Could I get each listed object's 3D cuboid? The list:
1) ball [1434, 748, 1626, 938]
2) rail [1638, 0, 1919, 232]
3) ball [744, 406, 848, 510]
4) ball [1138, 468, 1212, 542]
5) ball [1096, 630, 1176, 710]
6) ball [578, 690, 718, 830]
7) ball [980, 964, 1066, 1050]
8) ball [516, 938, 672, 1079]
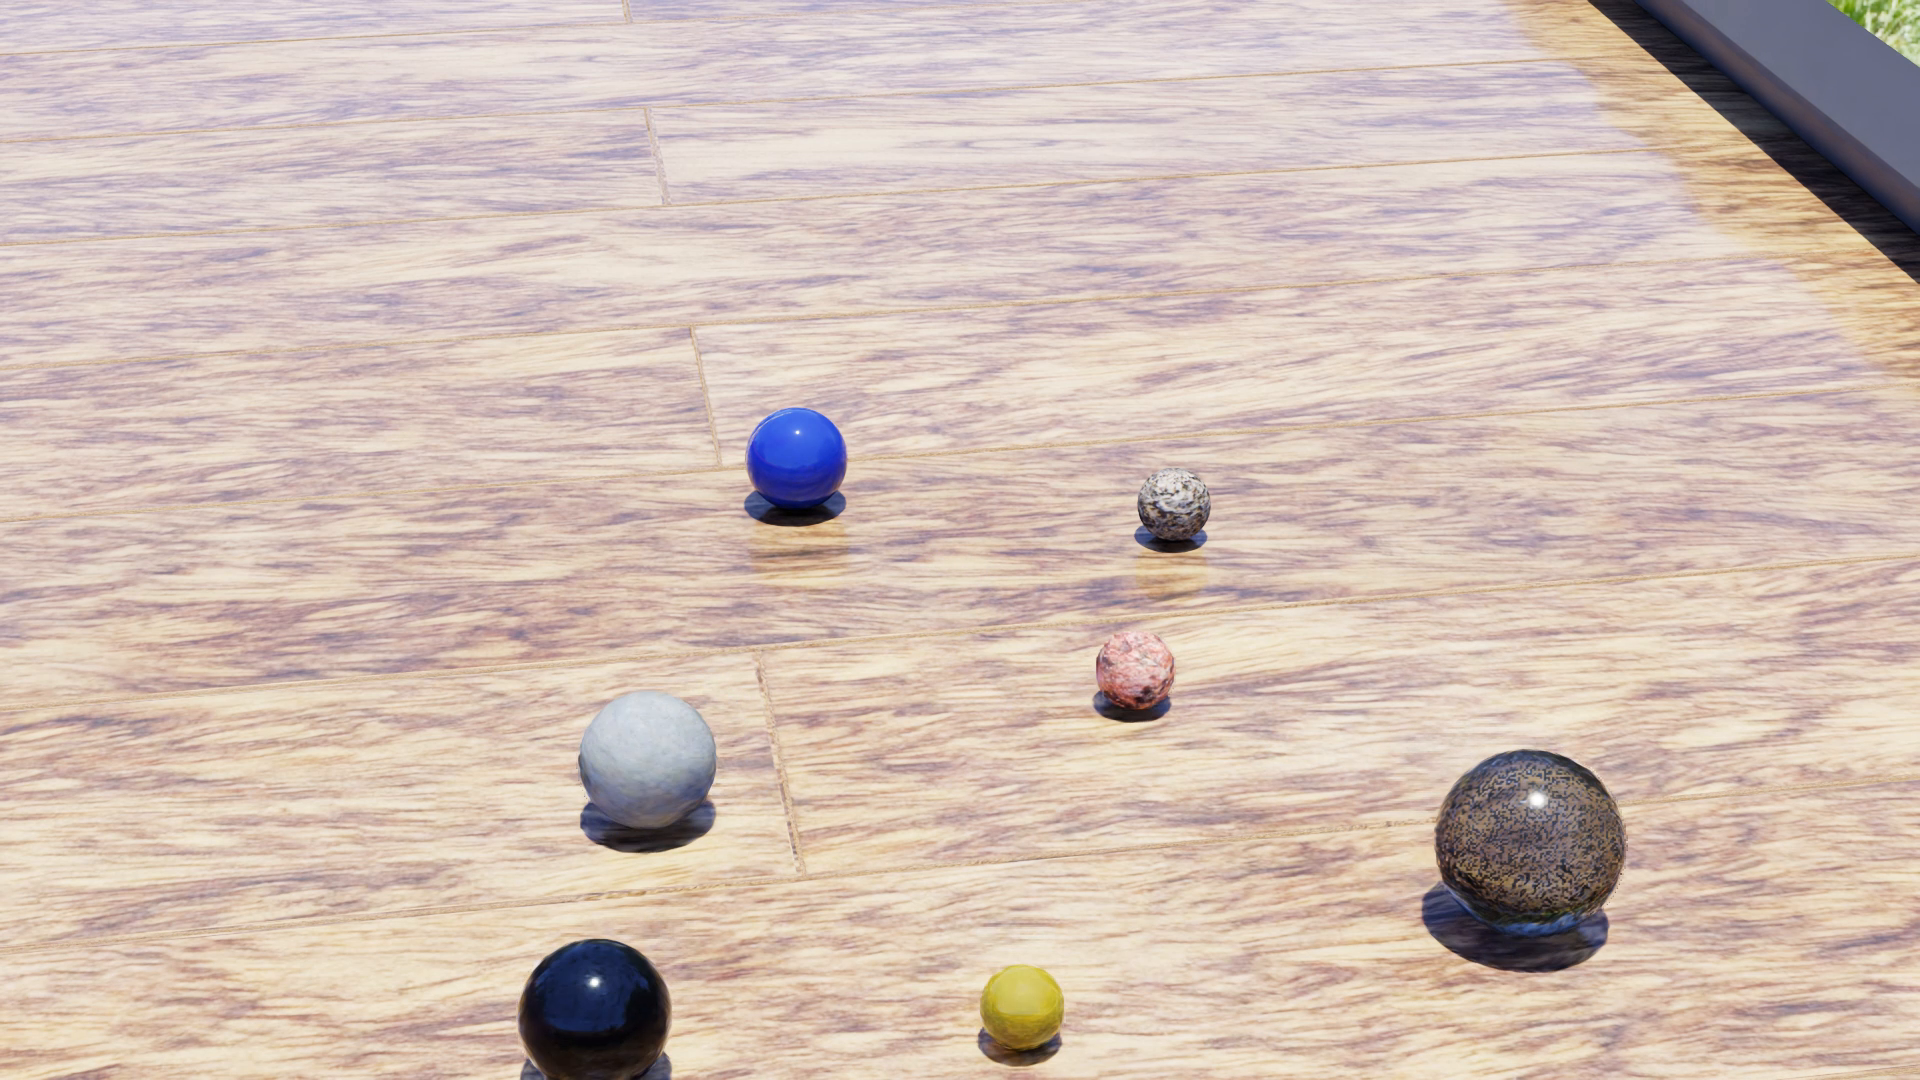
[{"bbox_3d":[0.292,0.156,1.510,0.097,0.097,0.097,0,28,0],"label":"ball"},{"bbox_3d":[0.701,-0.463,2.660,0.045,0.126,3.252,-4,28,-8],"label":"rail"},{"bbox_3d":[-0.108,-0.054,1.941,0.068,0.068,0.068,0,28,0],"label":"ball"},{"bbox_3d":[0.139,-0.023,1.905,0.048,0.048,0.048,0,28,0],"label":"ball"},{"bbox_3d":[0.102,0.076,1.717,0.047,0.047,0.047,0,28,0],"label":"ball"},{"bbox_3d":[-0.170,0.120,1.602,0.075,0.075,0.075,0,28,0],"label":"ball"},{"bbox_3d":[0.030,0.227,1.432,0.042,0.042,0.042,0,28,0],"label":"ball"},{"bbox_3d":[-0.174,0.226,1.400,0.074,0.074,0.074,0,28,0],"label":"ball"}]
